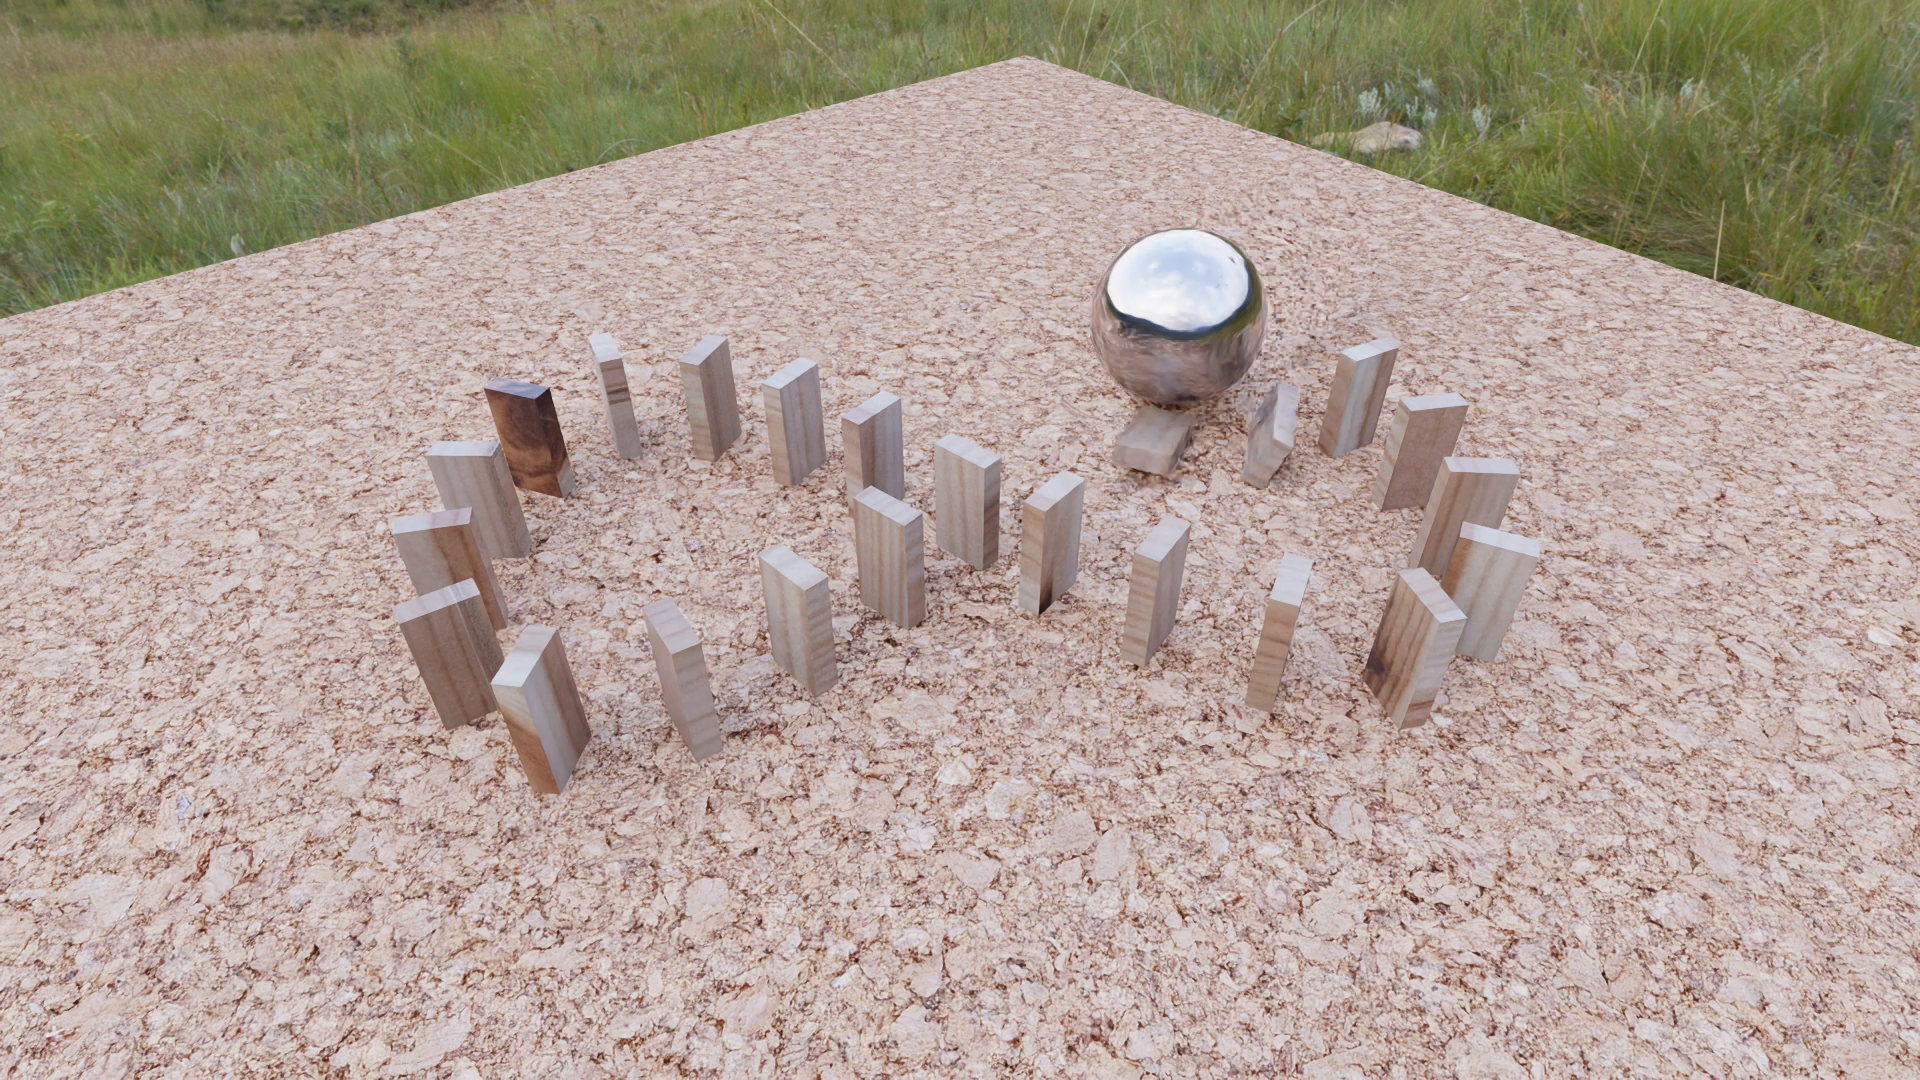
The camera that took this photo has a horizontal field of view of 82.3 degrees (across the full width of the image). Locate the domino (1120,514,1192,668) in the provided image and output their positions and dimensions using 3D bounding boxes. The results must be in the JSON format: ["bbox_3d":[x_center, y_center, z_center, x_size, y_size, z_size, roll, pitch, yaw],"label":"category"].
[{"bbox_3d":[0.069,0.018,0.389,0.009,0.050,0.025,23,45,25],"label":"domino"}]

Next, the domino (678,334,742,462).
[{"bbox_3d":[-0.110,-0.063,0.488,0.010,0.050,0.025,13,41,15],"label":"domino"}]

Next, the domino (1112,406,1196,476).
[{"bbox_3d":[0.087,-0.045,0.490,0.025,0.009,0.050,15,30,18],"label":"domino"}]

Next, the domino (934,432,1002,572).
[{"bbox_3d":[0.003,-0.014,0.429,0.025,0.050,0.009,29,47,31],"label":"domino"}]

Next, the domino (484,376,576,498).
[{"bbox_3d":[-0.181,-0.043,0.464,0.025,0.050,0.010,13,41,16],"label":"domino"}]

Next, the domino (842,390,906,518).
[{"bbox_3d":[-0.035,-0.033,0.452,0.009,0.050,0.025,27,46,29],"label":"domino"}]

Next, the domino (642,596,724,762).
[{"bbox_3d":[-0.089,0.045,0.356,0.009,0.050,0.025,-22,44,-25],"label":"domino"}]

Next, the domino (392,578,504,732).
[{"bbox_3d":[-0.166,0.038,0.365,0.025,0.050,0.009,-23,45,-26],"label":"domino"}]

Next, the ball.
[{"bbox_3d":[0.100,-0.102,0.506,0.080,0.080,0.080,0,39,0],"label":"ball"}]

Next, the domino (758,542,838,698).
[{"bbox_3d":[-0.055,0.028,0.377,0.010,0.050,0.025,-32,49,-33],"label":"domino"}]

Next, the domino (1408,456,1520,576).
[{"bbox_3d":[0.192,-0.008,0.421,0.025,0.050,0.010,2,39,3],"label":"domino"}]

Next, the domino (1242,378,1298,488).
[{"bbox_3d":[0.138,-0.048,0.487,0.009,0.025,0.050,26,41,-1],"label":"domino"}]

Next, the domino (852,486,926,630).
[{"bbox_3d":[-0.026,0.007,0.403,0.025,0.050,0.009,28,47,30],"label":"domino"}]

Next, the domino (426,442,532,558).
[{"bbox_3d":[-0.187,-0.015,0.430,0.025,0.050,0.010,1,39,1],"label":"domino"}]

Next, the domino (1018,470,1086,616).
[{"bbox_3d":[0.034,0.001,0.410,0.009,0.050,0.025,27,47,29],"label":"domino"}]

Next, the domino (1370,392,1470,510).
[{"bbox_3d":[0.190,-0.036,0.455,0.025,0.050,0.009,-7,40,-8],"label":"domino"}]

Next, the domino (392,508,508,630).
[{"bbox_3d":[-0.182,0.013,0.396,0.025,0.050,0.009,-9,40,-10],"label":"domino"}]

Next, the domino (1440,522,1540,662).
[{"bbox_3d":[0.183,0.019,0.388,0.025,0.050,0.009,17,42,20],"label":"domino"}]

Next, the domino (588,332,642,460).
[{"bbox_3d":[-0.153,-0.064,0.489,0.010,0.050,0.025,-17,42,-19],"label":"domino"}]

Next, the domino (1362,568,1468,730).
[{"bbox_3d":[0.150,0.037,0.367,0.009,0.050,0.025,-9,40,-10],"label":"domino"}]

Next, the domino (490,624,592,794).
[{"bbox_3d":[-0.131,0.054,0.346,0.009,0.050,0.025,5,40,6],"label":"domino"}]

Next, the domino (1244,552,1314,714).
[{"bbox_3d":[0.108,0.032,0.373,0.009,0.050,0.025,16,42,18],"label":"domino"}]

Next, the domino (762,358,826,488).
[{"bbox_3d":[-0.071,-0.050,0.473,0.010,0.050,0.025,22,44,25],"label":"domino"}]

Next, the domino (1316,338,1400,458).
[{"bbox_3d":[0.176,-0.063,0.488,0.025,0.050,0.010,-19,43,-22],"label":"domino"}]
